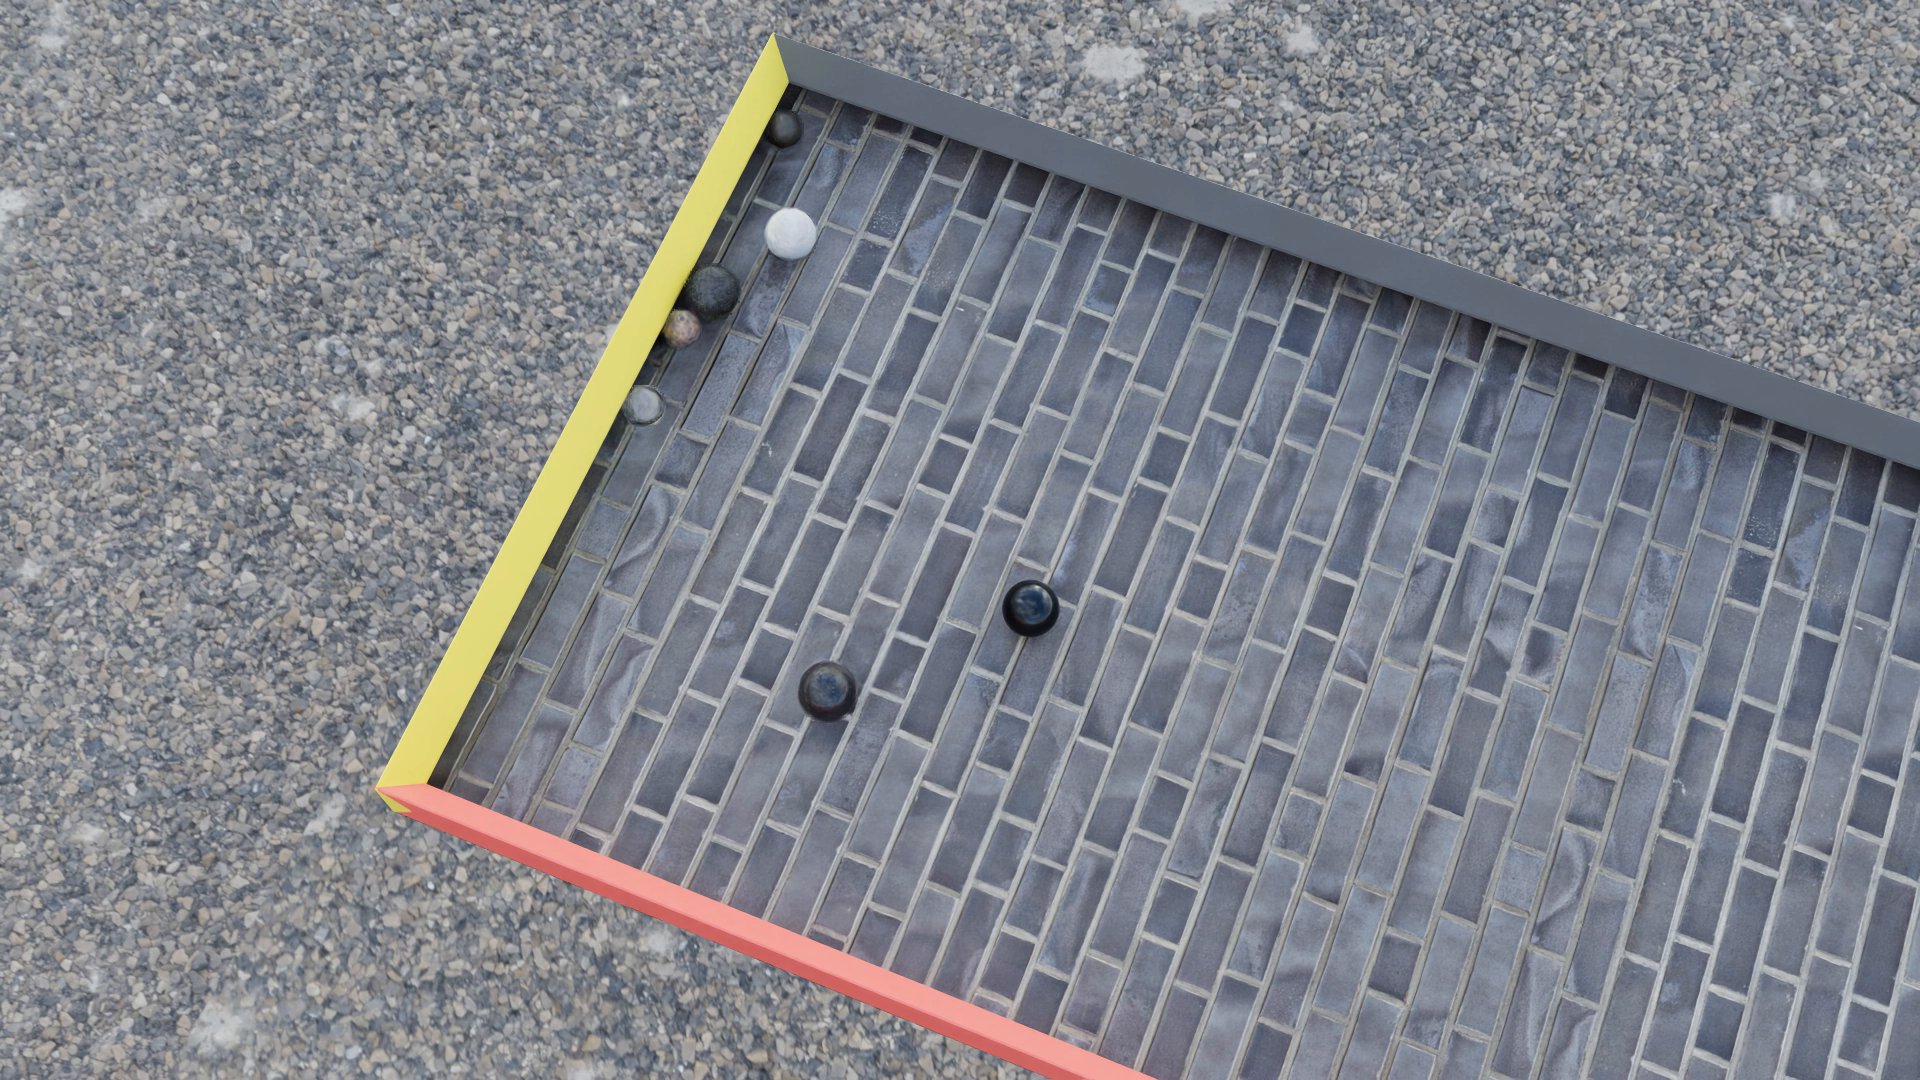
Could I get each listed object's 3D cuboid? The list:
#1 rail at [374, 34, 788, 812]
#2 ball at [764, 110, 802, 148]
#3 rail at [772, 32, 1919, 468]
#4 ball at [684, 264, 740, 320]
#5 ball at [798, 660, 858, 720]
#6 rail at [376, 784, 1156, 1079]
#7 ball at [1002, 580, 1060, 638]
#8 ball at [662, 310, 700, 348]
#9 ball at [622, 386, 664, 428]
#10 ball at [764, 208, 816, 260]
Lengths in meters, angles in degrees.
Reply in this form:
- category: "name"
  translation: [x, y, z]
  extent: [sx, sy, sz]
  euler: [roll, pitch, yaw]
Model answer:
- category: "rail"
  translation: [-0.575, -0.222, 3.580]
  extent: [0.045, 0.120, 1.460]
  euler: [20, 68, 8]
- category: "ball"
  translation: [-0.307, -0.713, 3.821]
  extent: [0.064, 0.064, 0.064]
  euler: [0, 67, 0]
- category: "rail"
  translation: [0.861, -0.390, 3.652]
  extent: [2.573, 0.120, 0.045]
  euler: [20, 68, 8]
- category: "ball"
  translation: [-0.415, -0.415, 3.679]
  extent: [0.092, 0.092, 0.092]
  euler: [0, 67, 0]
- category: "ball"
  translation: [-0.205, 0.233, 3.403]
  extent: [0.093, 0.093, 0.093]
  euler: [0, 67, 0]
- category: "rail"
  translation: [0.332, 0.815, 3.139]
  extent: [2.573, 0.120, 0.045]
  euler: [20, 68, 8]
- category: "ball"
  translation: [0.112, 0.108, 3.457]
  extent: [0.091, 0.091, 0.091]
  euler: [0, 67, 0]
- category: "ball"
  translation: [-0.465, -0.352, 3.667]
  extent: [0.065, 0.065, 0.065]
  euler: [0, 67, 0]
- category: "ball"
  translation: [-0.519, -0.219, 3.608]
  extent: [0.069, 0.069, 0.069]
  euler: [0, 67, 0]
- category: "ball"
  translation: [-0.287, -0.518, 3.725]
  extent: [0.087, 0.087, 0.087]
  euler: [0, 67, 0]
